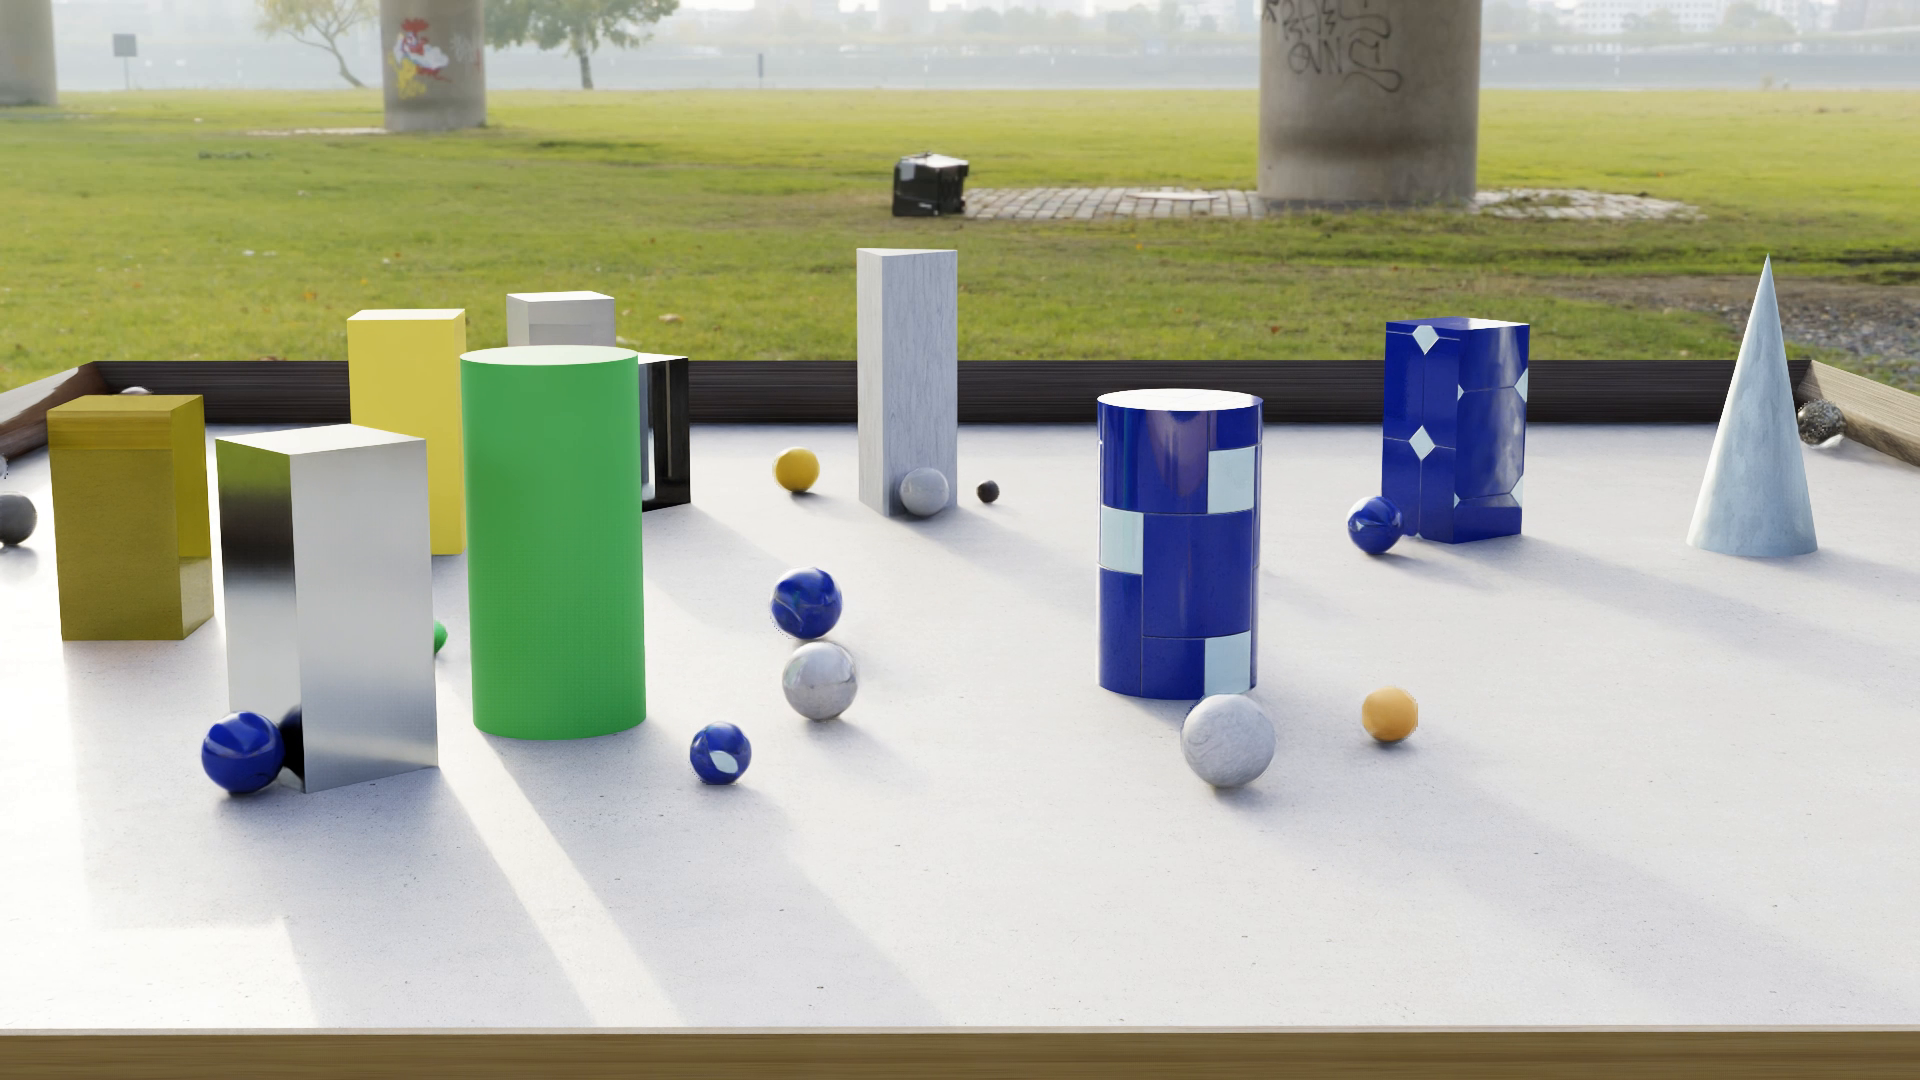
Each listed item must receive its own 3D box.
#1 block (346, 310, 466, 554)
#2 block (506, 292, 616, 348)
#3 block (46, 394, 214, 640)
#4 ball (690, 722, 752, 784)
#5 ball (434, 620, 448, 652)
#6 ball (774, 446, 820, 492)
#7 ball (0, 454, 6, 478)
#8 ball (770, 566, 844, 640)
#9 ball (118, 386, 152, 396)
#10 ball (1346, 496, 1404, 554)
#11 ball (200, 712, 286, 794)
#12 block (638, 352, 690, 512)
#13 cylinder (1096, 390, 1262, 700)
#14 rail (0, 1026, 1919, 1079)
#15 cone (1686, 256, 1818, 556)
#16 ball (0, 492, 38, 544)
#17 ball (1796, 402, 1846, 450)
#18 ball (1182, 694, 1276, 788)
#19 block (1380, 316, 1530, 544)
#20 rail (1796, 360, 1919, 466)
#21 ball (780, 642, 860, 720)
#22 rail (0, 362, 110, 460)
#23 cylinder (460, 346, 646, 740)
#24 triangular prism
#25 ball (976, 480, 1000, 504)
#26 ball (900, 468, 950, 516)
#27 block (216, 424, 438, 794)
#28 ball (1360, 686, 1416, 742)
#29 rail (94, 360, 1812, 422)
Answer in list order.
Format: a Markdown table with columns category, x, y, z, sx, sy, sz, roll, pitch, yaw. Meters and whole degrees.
| category | x | y | z | sx | sy | sz | roll | pitch | yaw |
| --- | --- | --- | --- | --- | --- | --- | --- | --- | --- |
| block | -0.833 | -0.166 | 3.897 | 0.155 | 0.354 | 0.155 | -1 | 11 | -4 |
| block | -0.708 | -0.274 | 4.571 | 0.155 | 0.321 | 0.155 | -5 | 11 | -23 |
| block | -1.073 | -0.031 | 3.331 | 0.155 | 0.296 | 0.155 | 0 | 11 | -1 |
| ball | -0.244 | 0.218 | 2.625 | 0.064 | 0.064 | 0.064 | 0 | 11 | 0 |
| ball | -0.663 | 0.120 | 3.206 | 0.044 | 0.044 | 0.044 | 0 | 11 | 0 |
| ball | -0.280 | -0.122 | 4.413 | 0.079 | 0.079 | 0.079 | 0 | 11 | 0 |
| ball | -1.711 | -0.131 | 4.526 | 0.055 | 0.055 | 0.055 | 0 | 11 | 0 |
| ball | -0.196 | 0.080 | 3.284 | 0.094 | 0.094 | 0.094 | 0 | 11 | 0 |
| ball | -1.664 | -0.267 | 5.180 | 0.085 | 0.085 | 0.085 | 0 | 11 | 0 |
| ball | 0.624 | -0.023 | 3.860 | 0.087 | 0.087 | 0.087 | 0 | 11 | 0 |
| ball | -0.724 | 0.215 | 2.591 | 0.083 | 0.083 | 0.083 | 0 | 11 | 0 |
| block | -0.560 | -0.180 | 4.272 | 0.155 | 0.246 | 0.155 | 8 | 13 | 35 |
| cylinder | 0.258 | 0.002 | 3.038 | 0.194 | 0.339 | 0.194 | 0 | 11 | 0 |
| rail | 0.011 | 0.366 | 1.652 | 3.523 | 0.126 | 0.045 | 0 | 11 | 0 |
| cone | 1.215 | -0.213 | 3.895 | 0.194 | 0.448 | 0.194 | 0 | 11 | 0 |
| ball | -1.455 | -0.033 | 3.930 | 0.081 | 0.081 | 0.081 | 0 | 11 | 0 |
| ball | 1.645 | -0.220 | 4.906 | 0.091 | 0.091 | 0.091 | 0 | 11 | 0 |
| ball | 0.273 | 0.204 | 2.613 | 0.095 | 0.095 | 0.095 | 0 | 11 | 0 |
| block | 0.773 | -0.175 | 4.014 | 0.155 | 0.329 | 0.155 | -8 | 13 | -35 |
| rail | 1.738 | 0.031 | 3.459 | 0.045 | 0.126 | 3.702 | 0 | 11 | 0 |
| ball | -0.157 | 0.158 | 2.879 | 0.088 | 0.088 | 0.088 | 0 | 11 | 0 |
| rail | -1.738 | 0.034 | 3.439 | 0.045 | 0.126 | 3.702 | 0 | 11 | 0 |
| cylinder | -0.451 | -0.001 | 2.856 | 0.194 | 0.411 | 0.194 | 0 | 11 | 0 |
| triangular prism | -0.116 | -0.266 | 4.246 | 0.145 | 0.424 | 0.168 | 10 | 14 | 43 |
| ball | 0.047 | -0.082 | 4.306 | 0.040 | 0.040 | 0.040 | 0 | 11 | 0 |
| ball | -0.057 | -0.078 | 4.171 | 0.080 | 0.080 | 0.080 | 0 | 11 | 0 |
| block | -0.657 | 0.066 | 2.667 | 0.155 | 0.347 | 0.155 | -10 | 14 | -42 |
| ball | 0.466 | 0.190 | 2.789 | 0.060 | 0.060 | 0.060 | 0 | 11 | 0 |
| rail | -0.011 | -0.301 | 5.246 | 3.523 | 0.126 | 0.045 | 0 | 11 | 0 |
